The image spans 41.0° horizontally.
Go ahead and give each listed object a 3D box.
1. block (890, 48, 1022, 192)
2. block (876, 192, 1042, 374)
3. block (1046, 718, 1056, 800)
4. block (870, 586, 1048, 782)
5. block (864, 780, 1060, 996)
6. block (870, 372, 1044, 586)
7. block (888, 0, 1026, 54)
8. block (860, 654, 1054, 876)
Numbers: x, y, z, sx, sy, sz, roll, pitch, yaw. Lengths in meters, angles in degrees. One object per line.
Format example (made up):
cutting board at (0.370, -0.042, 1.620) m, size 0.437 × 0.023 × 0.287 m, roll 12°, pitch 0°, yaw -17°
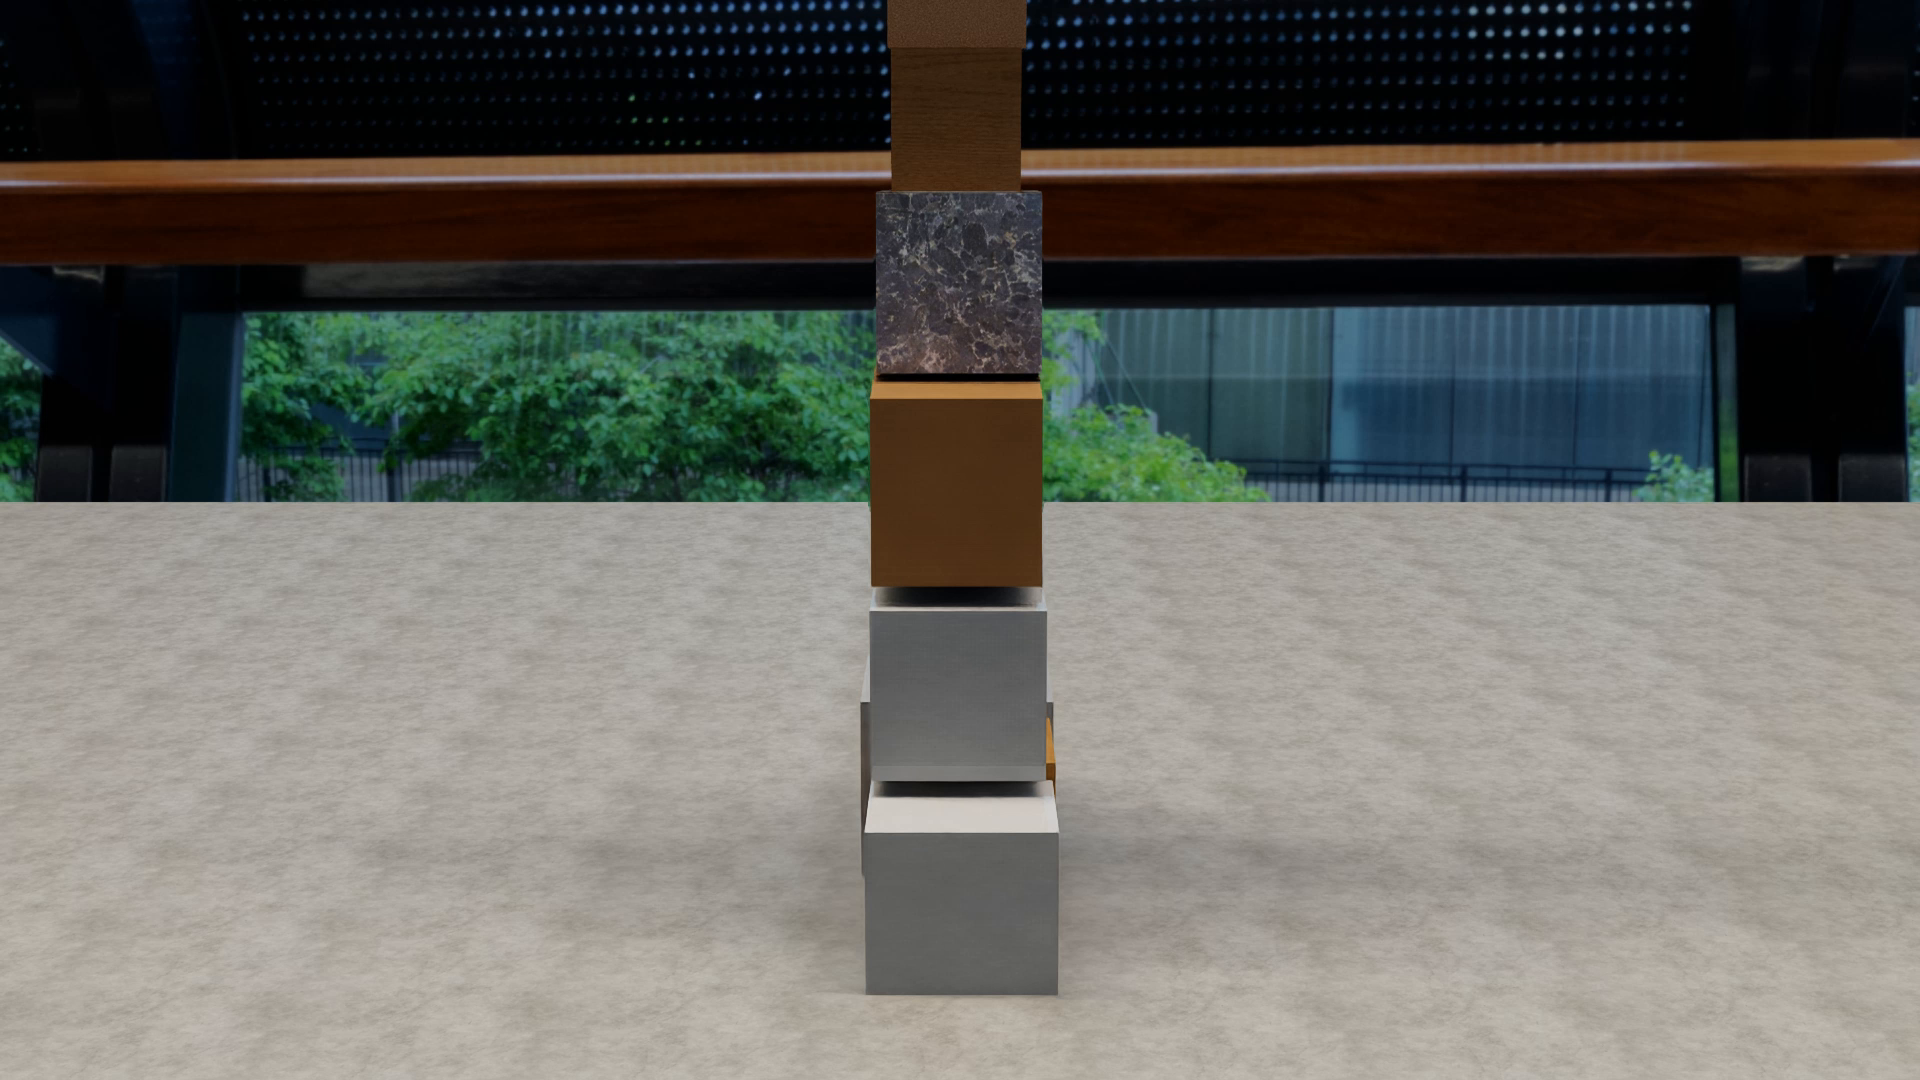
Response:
block at (-0.016, -1.768, 10.861) m, size 0.534 × 0.591 × 0.647 m, roll 0°, pitch 8°, yaw 0°
block at (-0.004, -1.073, 10.634) m, size 0.667 × 0.724 × 0.667 m, roll 0°, pitch 8°, yaw 0°
block at (0.019, 1.202, 10.941) m, size 0.746 × 0.721 × 0.746 m, roll 0°, pitch 10°, yaw 0°
block at (-0.007, 0.556, 10.537) m, size 0.701 × 0.694 × 0.723 m, roll 0°, pitch 10°, yaw 0°
block at (0.007, 1.370, 10.208) m, size 0.742 × 0.652 × 0.737 m, roll 0°, pitch 10°, yaw 0°
block at (-0.014, -0.266, 10.435) m, size 0.676 × 0.757 × 0.721 m, roll 0°, pitch 13°, yaw 0°
block at (-0.012, -2.386, 10.776) m, size 0.570 × 0.656 × 0.610 m, roll 0°, pitch 8°, yaw 0°
block at (-0.013, 1.016, 11.770) m, size 0.847 × 0.791 × 0.932 m, roll 0°, pitch 10°, yaw 0°
